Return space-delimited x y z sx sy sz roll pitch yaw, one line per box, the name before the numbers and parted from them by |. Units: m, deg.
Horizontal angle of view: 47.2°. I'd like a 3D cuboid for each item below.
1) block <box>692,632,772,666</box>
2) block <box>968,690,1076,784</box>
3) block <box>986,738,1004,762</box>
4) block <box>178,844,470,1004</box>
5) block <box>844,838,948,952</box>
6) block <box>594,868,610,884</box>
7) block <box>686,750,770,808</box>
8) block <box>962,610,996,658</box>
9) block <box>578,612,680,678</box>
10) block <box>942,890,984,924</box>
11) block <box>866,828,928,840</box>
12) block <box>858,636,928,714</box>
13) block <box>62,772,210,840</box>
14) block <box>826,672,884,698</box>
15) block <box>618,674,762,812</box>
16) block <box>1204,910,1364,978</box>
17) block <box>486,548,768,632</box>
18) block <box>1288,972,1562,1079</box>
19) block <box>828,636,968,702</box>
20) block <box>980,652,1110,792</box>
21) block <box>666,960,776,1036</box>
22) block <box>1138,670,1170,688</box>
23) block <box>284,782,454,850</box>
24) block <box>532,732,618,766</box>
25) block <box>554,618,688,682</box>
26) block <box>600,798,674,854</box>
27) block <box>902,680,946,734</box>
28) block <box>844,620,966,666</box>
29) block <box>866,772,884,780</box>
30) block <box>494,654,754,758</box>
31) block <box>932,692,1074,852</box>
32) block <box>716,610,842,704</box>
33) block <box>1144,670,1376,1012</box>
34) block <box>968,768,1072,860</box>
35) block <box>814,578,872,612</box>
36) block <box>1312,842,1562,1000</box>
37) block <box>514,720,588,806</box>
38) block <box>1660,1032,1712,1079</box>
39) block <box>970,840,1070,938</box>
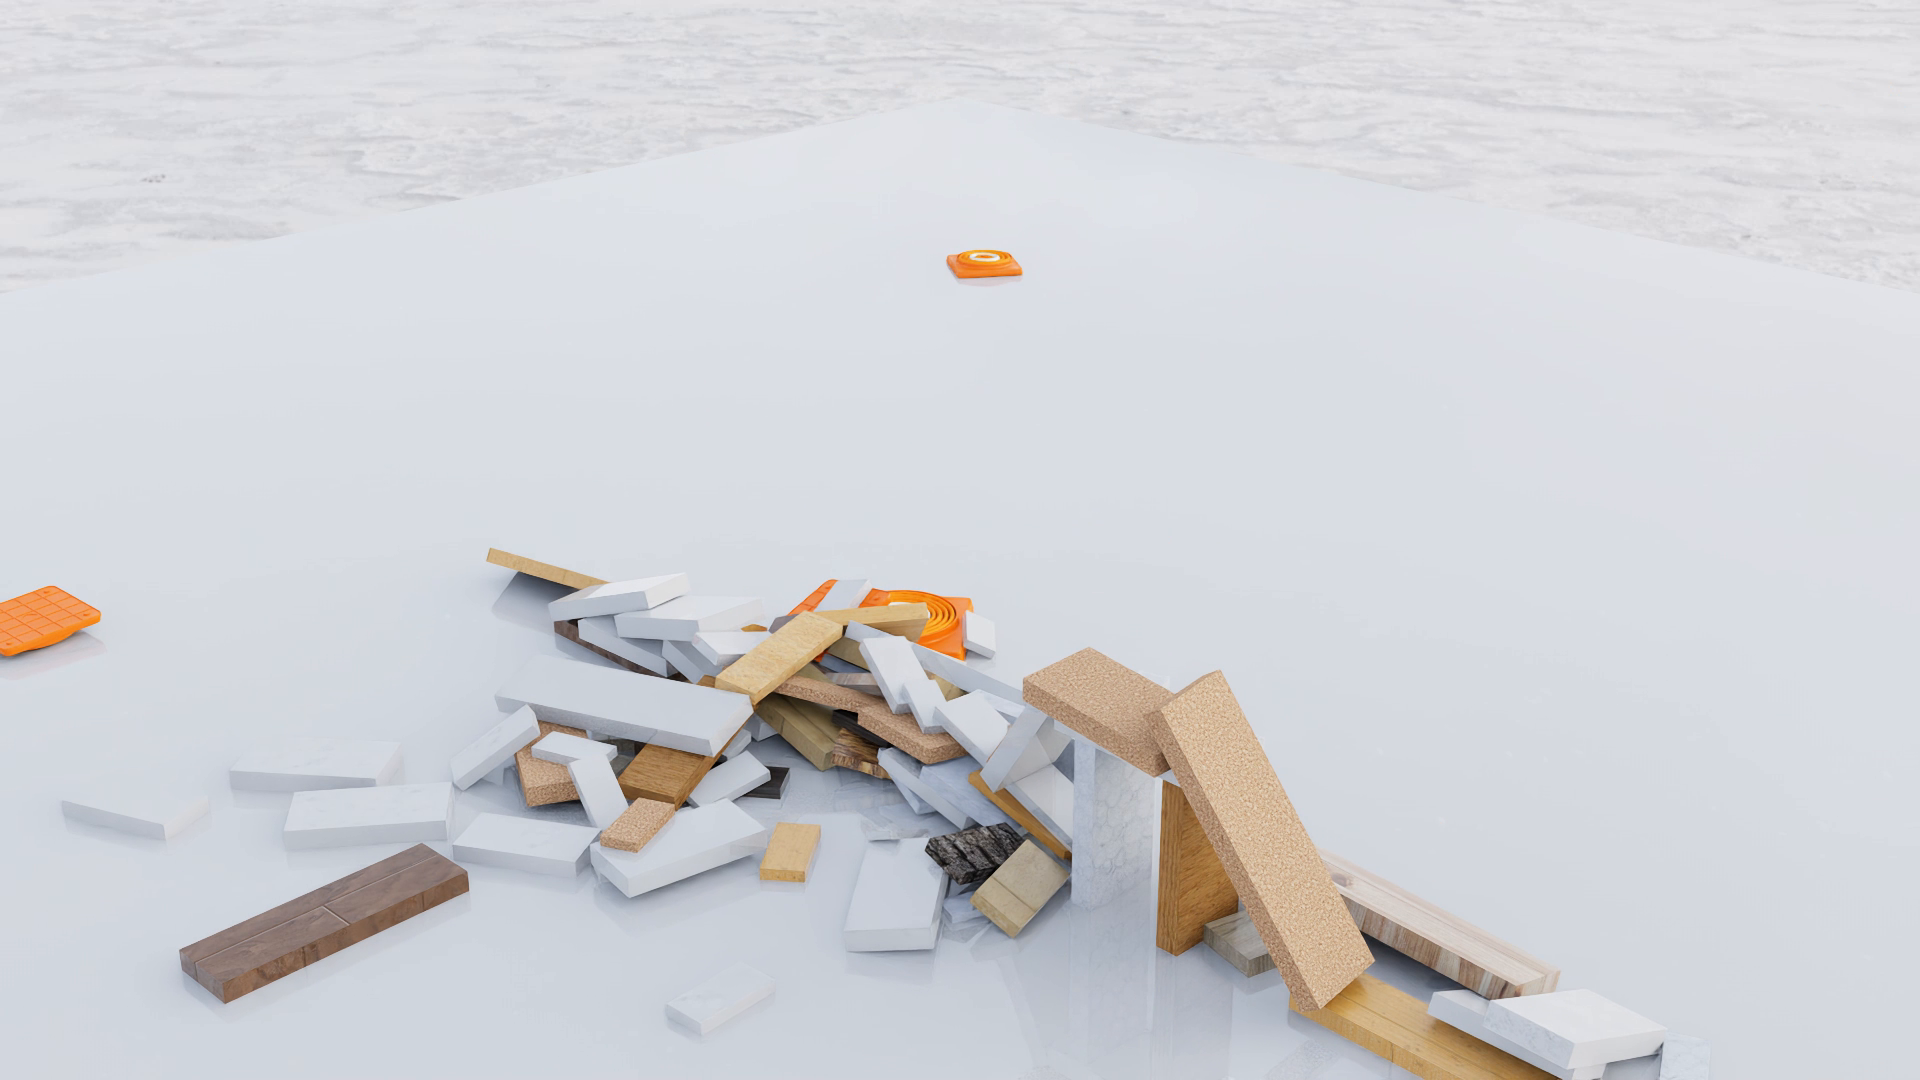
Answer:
block | -0.471 0.235 4.764 0.199 0.028 0.099 1 25 -42
block | 0.177 0.447 4.489 0.405 0.170 0.048 18 29 37
block | 0.113 0.390 4.304 0.075 0.149 0.021 -21 66 -39
block | -1.165 0.700 4.057 0.152 0.043 0.510 20 30 39
block | -0.112 0.661 4.122 0.160 0.045 0.319 -4 22 8
block | -0.625 0.620 4.270 0.166 0.024 0.083 -9 25 -20
block | -0.480 0.497 4.500 0.166 0.024 0.083 -27 43 -29
block | 0.044 0.221 5.165 0.075 0.021 0.149 24 23 -11
block | -0.720 0.225 5.063 0.307 0.043 0.153 19 30 38
block | 0.025 0.684 4.127 0.120 0.017 0.060 -11 25 -25
block | -0.123 0.576 4.300 0.060 0.017 0.120 -8 -9 36
block | -0.128 0.282 4.623 0.100 0.028 0.201 -3 41 -28
block | -1.667 0.537 4.449 0.257 0.036 0.129 9 25 20
block | -0.193 0.325 4.764 0.100 0.028 0.259 36 -21 -27
block | -0.559 0.417 4.567 0.137 0.039 0.372 11 37 21
block | 0.595 0.714 4.029 0.268 0.038 0.134 -13 26 -28
block | -0.816 0.130 5.330 0.780 0.036 0.129 14 -4 30
block | 0.854 0.874 3.653 0.134 0.038 0.667 -21 31 -40
block | -0.122 0.300 4.817 0.339 0.048 0.170 19 -10 47
block | 0.170 0.352 4.211 0.167 0.335 0.047 -23 66 -36
block | -0.417 0.800 3.845 0.088 0.025 0.175 19 30 38
block | 0.357 0.379 4.841 0.075 0.021 0.378 11 25 25
block | -1.181 0.552 4.404 0.311 0.044 0.156 -3 23 -7
block | -0.793 0.435 4.520 0.157 0.022 0.078 10 25 23
block | -0.760 0.236 5.148 0.428 0.043 0.153 21 31 40
block | -0.624 0.552 4.261 0.078 0.022 0.157 8 24 19
block | -0.063 0.342 4.520 0.072 0.020 0.143 -2 37 -22
block | -0.120 0.245 4.919 0.137 0.039 0.274 18 -4 38
block | -0.096 0.429 4.719 0.088 0.025 0.317 17 29 35
block | -0.713 0.345 4.635 0.556 0.044 0.156 8 36 27
block | 0.135 0.466 4.359 0.106 0.030 0.483 -17 44 -36
block | -0.384 0.248 4.706 0.099 0.028 0.342 21 32 22
block | 0.518 0.517 3.796 0.167 0.577 0.047 -29 1 -39
block | 0.136 0.532 4.332 0.072 0.020 0.284 -19 40 -37
block | -0.287 0.159 5.109 0.093 0.026 0.186 -5 34 35
block | 0.776 0.677 4.018 0.638 0.045 0.160 25 18 40
block | -0.842 0.451 4.565 0.152 0.043 0.303 -7 24 -16
block | 1.208 0.877 3.666 0.075 0.021 0.149 8 24 18
block | 0.114 0.652 4.124 0.106 0.030 0.212 38 34 11
